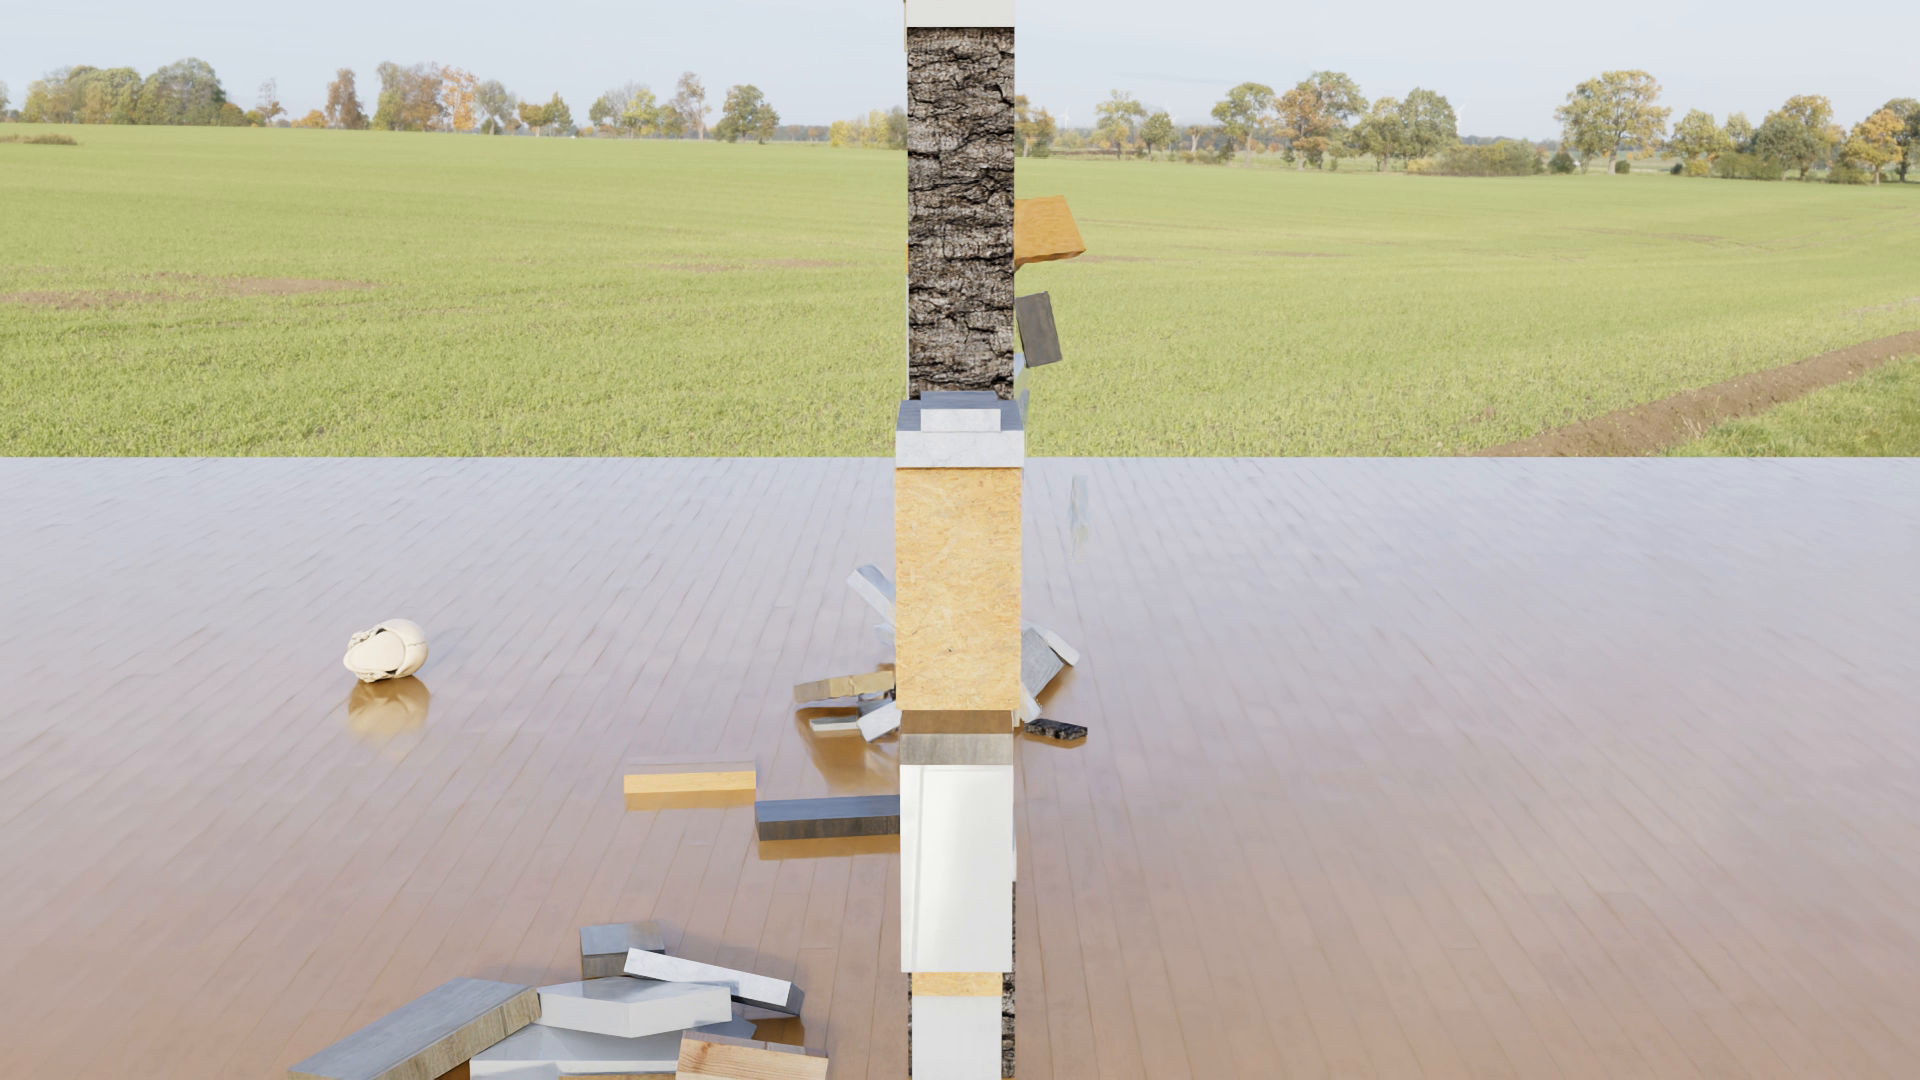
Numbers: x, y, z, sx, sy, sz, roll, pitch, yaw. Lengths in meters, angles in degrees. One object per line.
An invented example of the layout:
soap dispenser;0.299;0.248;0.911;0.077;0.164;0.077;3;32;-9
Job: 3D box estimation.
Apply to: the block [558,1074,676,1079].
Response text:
block;-0.432;0.727;2.859;0.187;0.027;0.094;-1;11;-3

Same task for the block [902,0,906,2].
block;-0.005;-0.916;3.094;0.154;0.308;0.044;0;11;-1

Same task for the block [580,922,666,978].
block;-0.511;0.617;3.318;0.118;0.034;0.237;-2;0;-11

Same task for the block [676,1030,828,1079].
block;-0.268;0.687;2.806;0.187;0.094;0.027;9;10;-5

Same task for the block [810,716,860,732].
block;-0.266;0.392;4.696;0.104;0.015;0.052;-3;11;-14

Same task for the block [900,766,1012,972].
block;-0.004;0.388;2.656;0.134;0.267;0.038;0;11;0

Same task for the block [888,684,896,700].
block;-0.115;0.358;4.781;0.061;0.017;0.268;34;3;-14

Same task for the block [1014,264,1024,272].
block;0.032;-0.504;4.082;0.109;0.031;0.219;13;29;19

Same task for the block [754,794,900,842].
block;-0.226;0.507;4.021;0.291;0.036;0.126;-2;11;-9

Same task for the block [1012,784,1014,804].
block;0.002;0.331;3.303;0.150;0.042;0.300;0;11;0

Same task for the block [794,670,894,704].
block;-0.254;0.319;4.757;0.141;0.040;0.282;-6;-5;-20

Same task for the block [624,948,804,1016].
block;-0.348;0.629;3.129;0.237;0.034;0.118;10;-17;9

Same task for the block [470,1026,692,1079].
block;-0.507;0.699;2.989;0.292;0.034;0.118;0;11;0

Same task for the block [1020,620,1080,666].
block;0.182;0.237;5.301;0.116;0.033;0.232;40;-12;-30

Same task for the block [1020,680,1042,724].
block;0.109;0.309;4.720;0.025;0.175;0.087;-34;0;14

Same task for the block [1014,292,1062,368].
block;0.138;-0.373;3.905;0.063;0.126;0.018;-13;8;-5

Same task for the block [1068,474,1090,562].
block;0.234;-0.045;4.328;0.025;0.087;0.174;4;35;-3

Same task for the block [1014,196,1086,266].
block;0.114;-0.543;3.868;0.237;0.109;0.031;-14;-12;-44

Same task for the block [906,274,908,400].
block;-0.002;-0.203;3.215;0.151;0.377;0.043;0;11;-1

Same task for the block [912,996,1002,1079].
block;-0.004;0.654;2.724;0.109;0.219;0.031;0;11;0

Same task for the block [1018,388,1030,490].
block;0.034;-0.070;4.416;0.174;0.475;0.049;2;-6;14

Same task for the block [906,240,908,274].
block;-0.002;-0.429;3.278;0.151;0.043;0.302;0;11;0

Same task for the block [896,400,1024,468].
block;-0.001;-0.135;2.752;0.152;0.043;0.304;0;11;0

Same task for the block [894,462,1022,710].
block;-0.002;0.054;2.681;0.152;0.304;0.043;0;11;0

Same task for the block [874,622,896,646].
block;-0.081;0.217;5.373;0.232;0.033;0.116;-9;12;-26

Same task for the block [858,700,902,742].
block;-0.157;0.375;4.568;0.104;0.052;0.015;-27;-21;9

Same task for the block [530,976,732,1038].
block;-0.464;0.641;3.029;0.155;0.044;0.310;-1;-6;-39

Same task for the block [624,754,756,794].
block;-0.527;0.455;4.298;0.252;0.036;0.126;-1;11;-6

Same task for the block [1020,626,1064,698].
block;0.123;0.307;4.890;0.034;0.118;0.561;-40;-2;18

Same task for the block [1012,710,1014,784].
block;0.002;0.198;3.109;0.145;0.291;0.041;0;11;-1

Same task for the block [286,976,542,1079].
block;-0.731;0.677;2.962;0.155;0.044;0.310;-2;13;34

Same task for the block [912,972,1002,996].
block;-0.004;0.518;2.773;0.109;0.031;0.219;0;11;0

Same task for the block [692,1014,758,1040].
block;-0.329;0.683;3.006;0.076;0.021;0.151;27;9;1

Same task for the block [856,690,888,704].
block;-0.194;0.347;4.891;0.061;0.017;0.121;-14;10;4

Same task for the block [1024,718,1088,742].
block;0.202;0.400;4.643;0.121;0.017;0.061;8;13;37

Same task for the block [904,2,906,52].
block;-0.008;-0.922;3.301;0.154;0.370;0.044;0;11;-1

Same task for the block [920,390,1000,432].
block;-0.001;-0.158;2.681;0.094;0.027;0.187;0;11;-1

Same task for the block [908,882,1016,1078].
block;0.002;0.578;2.949;0.143;0.286;0.041;0;11;0

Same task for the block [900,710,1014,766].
block;-0.004;0.222;2.715;0.134;0.038;0.267;0;11;0

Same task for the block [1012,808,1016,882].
block;0.002;0.400;3.013;0.143;0.041;0.286;0;11;0

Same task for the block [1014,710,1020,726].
block;0.003;0.110;3.405;0.178;0.356;0.050;0;10;0

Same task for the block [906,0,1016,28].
block;0.000;-0.743;3.119;0.148;0.042;0.295;0;11;-1

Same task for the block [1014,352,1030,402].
block;0.035;-0.314;4.335;0.174;0.049;0.347;2;16;7

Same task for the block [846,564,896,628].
block;-0.141;0.159;5.004;0.252;0.036;0.126;43;13;5

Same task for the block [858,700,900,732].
block;-0.170;0.379;4.738;0.087;0.025;0.175;-1;11;-8

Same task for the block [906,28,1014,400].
block;0.001;-0.411;3.080;0.148;0.596;0.042;0;11;-1
